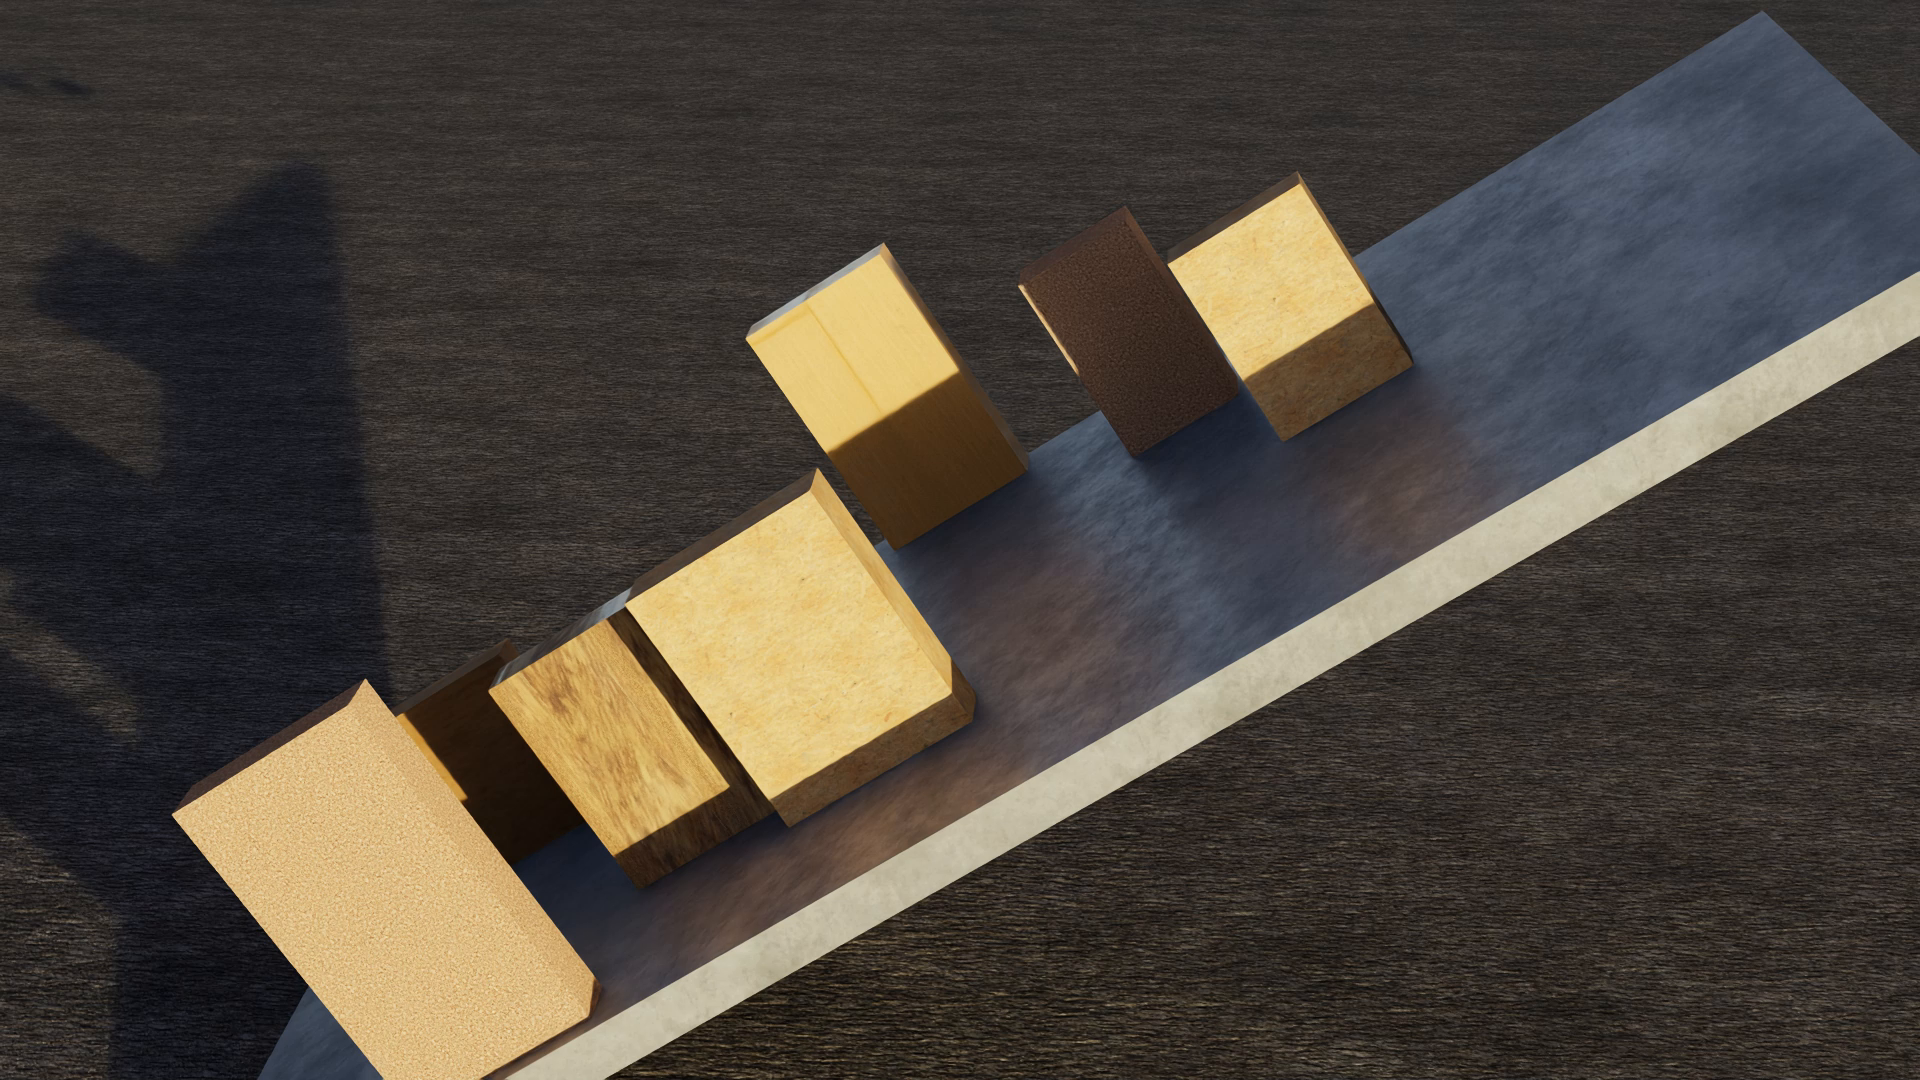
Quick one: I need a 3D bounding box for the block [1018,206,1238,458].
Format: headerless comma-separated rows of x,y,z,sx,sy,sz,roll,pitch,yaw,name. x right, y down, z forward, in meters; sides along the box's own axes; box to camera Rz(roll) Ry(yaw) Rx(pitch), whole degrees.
0.381,-0.469,6.632,0.280,0.476,0.141,-31,15,14,block

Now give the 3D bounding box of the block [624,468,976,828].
-0.311,0.217,5.821,0.441,0.567,0.136,-31,15,14,block

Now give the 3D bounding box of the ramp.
0.139,0.171,6.296,4.000,0.100,2.000,-31,15,14,ramp

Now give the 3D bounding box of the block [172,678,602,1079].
-1.087,0.693,5.622,0.423,0.768,0.126,-31,15,14,block

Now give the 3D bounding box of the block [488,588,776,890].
-0.634,0.392,6.042,0.419,0.531,0.121,-31,15,14,block

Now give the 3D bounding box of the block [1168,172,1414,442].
0.682,-0.480,6.075,0.314,0.452,0.111,-31,15,14,block

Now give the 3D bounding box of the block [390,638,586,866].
-1.082,0.516,6.781,0.400,0.443,0.097,-31,15,14,block

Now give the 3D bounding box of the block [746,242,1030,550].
-0.171,-0.342,7.100,0.386,0.639,0.109,-31,15,14,block
